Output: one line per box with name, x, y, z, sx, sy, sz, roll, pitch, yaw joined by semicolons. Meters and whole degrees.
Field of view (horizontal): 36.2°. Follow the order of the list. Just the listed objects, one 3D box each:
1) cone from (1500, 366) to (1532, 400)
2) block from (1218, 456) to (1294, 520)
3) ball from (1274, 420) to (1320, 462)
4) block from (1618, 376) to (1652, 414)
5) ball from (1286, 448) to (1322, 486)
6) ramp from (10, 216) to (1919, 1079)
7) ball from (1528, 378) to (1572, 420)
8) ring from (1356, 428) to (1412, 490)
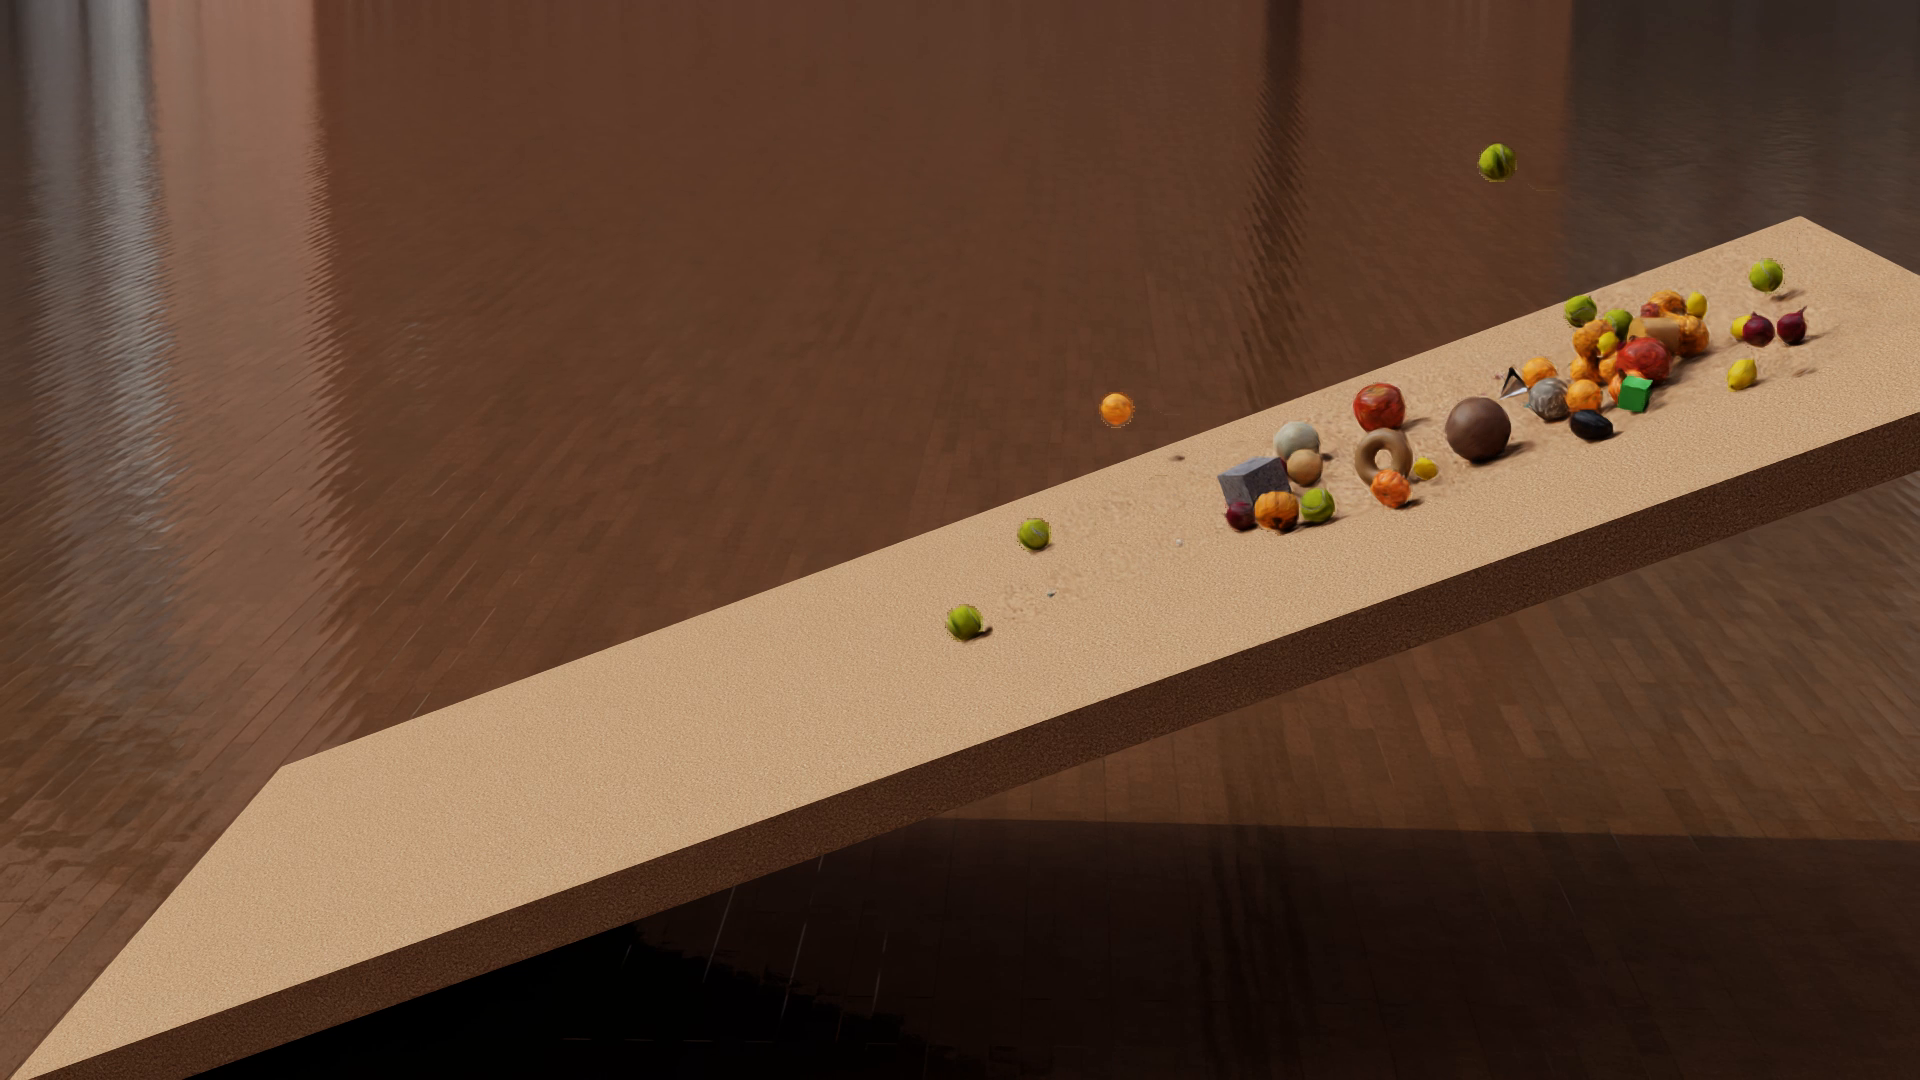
cone;1.190;-0.327;6.356;0.072;0.072;0.072;39;17;-15
block;0.624;-0.109;6.198;0.100;0.100;0.100;-27;13;-24
ball;0.740;-0.212;6.458;0.100;0.100;0.100;0;13;0
block;1.335;-0.289;5.818;0.051;0.051;0.051;14;29;20
ball;0.734;-0.155;6.268;0.077;0.077;0.077;0;13;0
ramp;0.118;0.176;6.295;4.000;0.100;2.000;-20;12;7
ball;1.207;-0.289;6.015;0.086;0.086;0.086;0;13;0
ring;0.861;-0.165;5.981;0.127;0.127;0.042;10;17;37
